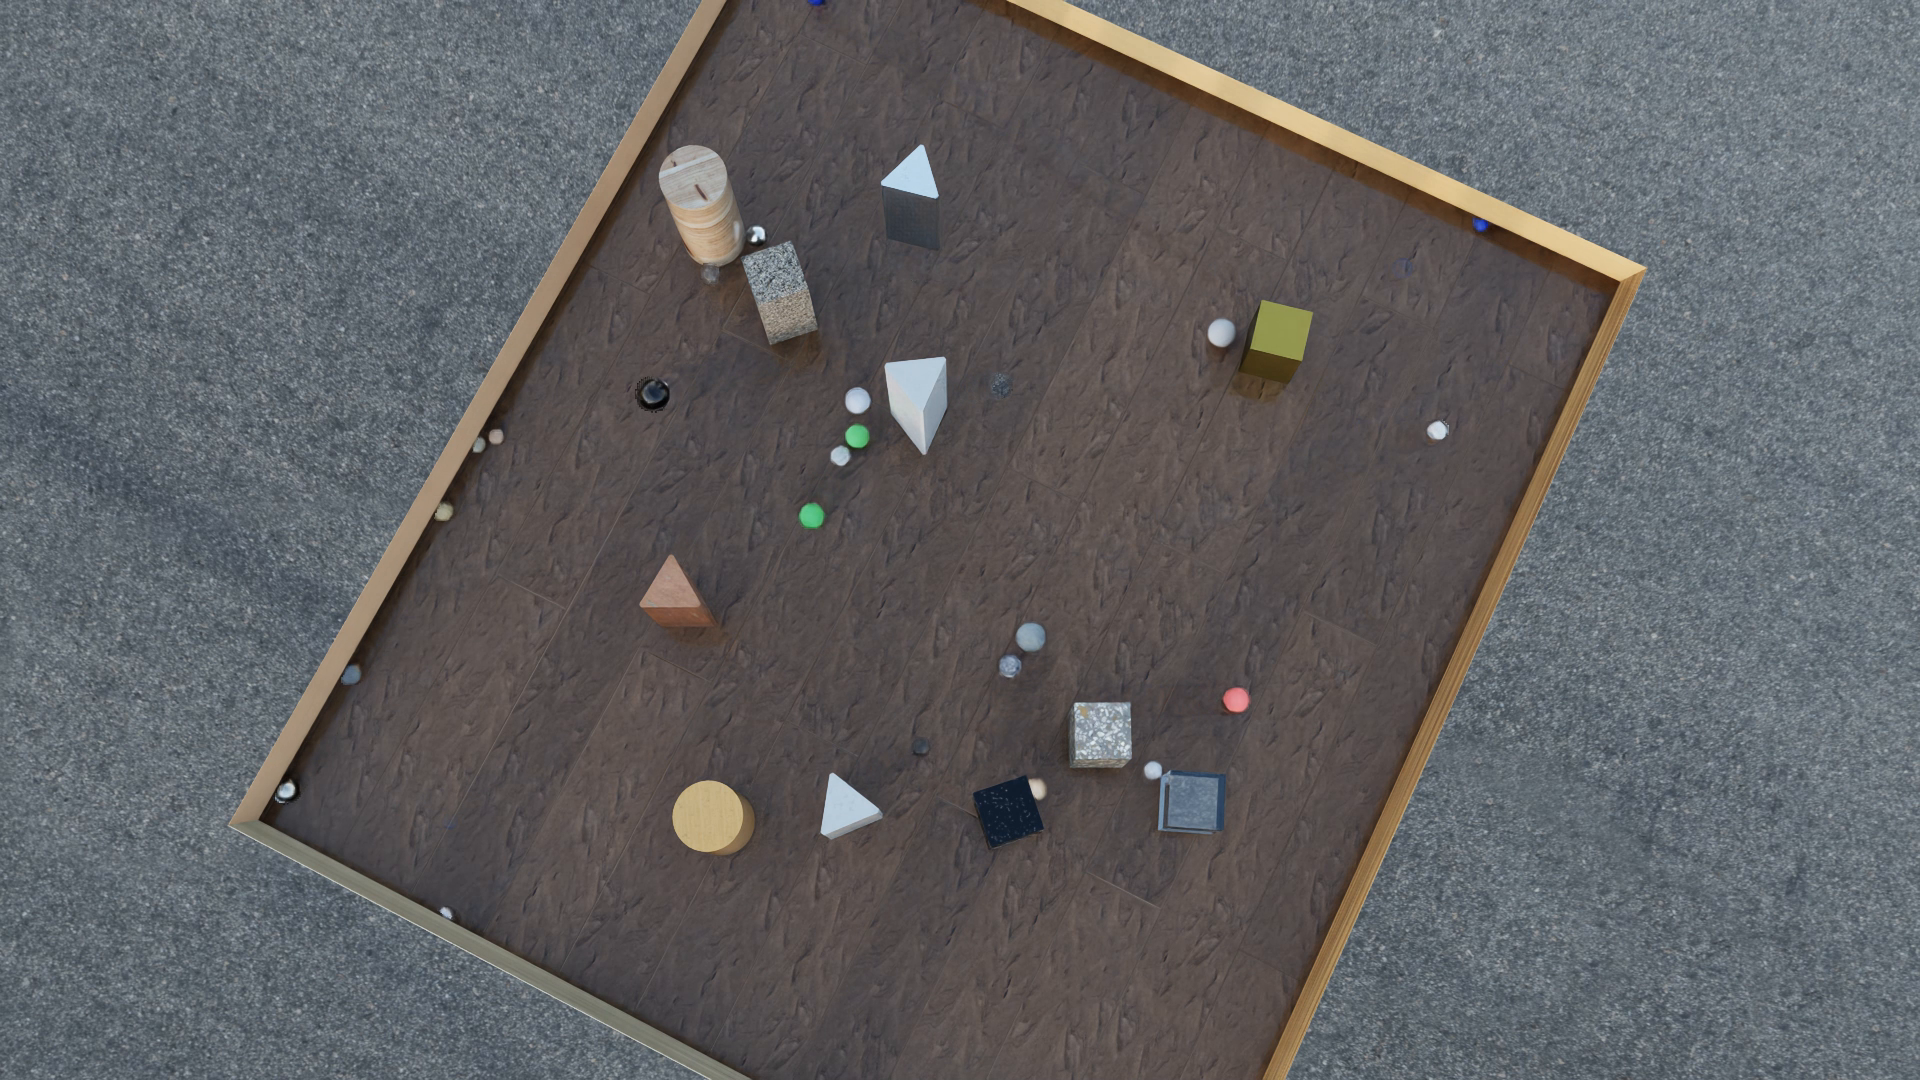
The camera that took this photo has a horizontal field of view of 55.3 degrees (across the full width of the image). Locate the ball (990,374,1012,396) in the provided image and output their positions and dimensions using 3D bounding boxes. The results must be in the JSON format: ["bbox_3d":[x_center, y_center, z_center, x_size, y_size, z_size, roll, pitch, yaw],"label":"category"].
[{"bbox_3d":[0.127,-0.480,5.682,0.066,0.066,0.066,0,78,0],"label":"ball"}]

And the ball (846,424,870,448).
[{"bbox_3d":[-0.315,-0.320,5.645,0.075,0.075,0.075,0,78,0],"label":"ball"}]

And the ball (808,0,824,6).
[{"bbox_3d":[-0.467,-1.769,5.950,0.064,0.064,0.064,0,78,0],"label":"ball"}]

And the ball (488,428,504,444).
[{"bbox_3d":[-1.432,-0.321,5.660,0.046,0.046,0.046,0,78,0],"label":"ball"}]

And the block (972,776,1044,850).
[{"bbox_3d":[0.136,0.792,5.299,0.159,0.301,0.159,-18,79,-4],"label":"block"}]

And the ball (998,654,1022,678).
[{"bbox_3d":[0.150,0.378,5.504,0.067,0.067,0.067,0,78,0],"label":"ball"}]

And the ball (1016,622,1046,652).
[{"bbox_3d":[0.213,0.292,5.510,0.090,0.090,0.090,0,78,0],"label":"ball"}]

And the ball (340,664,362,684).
[{"bbox_3d":[-1.828,0.402,5.503,0.060,0.060,0.060,0,78,0],"label":"ball"}]

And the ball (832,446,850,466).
[{"bbox_3d":[-0.366,-0.260,5.640,0.059,0.059,0.059,0,78,0],"label":"ball"}]

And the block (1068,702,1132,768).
[{"bbox_3d":[0.405,0.571,5.338,0.159,0.314,0.159,0,78,0],"label":"block"}]

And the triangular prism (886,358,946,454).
[{"bbox_3d":[-0.102,-0.425,5.452,0.149,0.495,0.172,-36,81,-7],"label":"triangular prism"}]

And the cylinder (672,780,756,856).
[{"bbox_3d":[-0.708,0.806,5.293,0.198,0.306,0.198,0,78,0],"label":"cylinder"}]

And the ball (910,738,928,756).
[{"bbox_3d":[-0.120,0.618,5.462,0.053,0.053,0.053,0,78,0],"label":"ball"}]

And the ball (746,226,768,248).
[{"bbox_3d":[-0.640,-0.958,5.780,0.069,0.069,0.069,0,78,0],"label":"ball"}]

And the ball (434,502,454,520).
[{"bbox_3d":[-1.579,-0.090,5.606,0.058,0.058,0.058,0,78,0],"label":"ball"}]

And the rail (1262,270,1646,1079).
[{"bbox_3d":[1.337,0.661,5.413,0.045,0.129,3.424,26,80,5],"label":"rail"}]

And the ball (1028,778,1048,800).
[{"bbox_3d":[0.228,0.737,5.430,0.066,0.066,0.066,0,78,0],"label":"ball"}]

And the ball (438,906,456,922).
[{"bbox_3d":[-1.502,1.098,5.364,0.049,0.049,0.049,0,78,0],"label":"ball"}]

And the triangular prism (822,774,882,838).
[{"bbox_3d":[-0.335,0.756,5.308,0.172,0.297,0.149,-22,79,-4],"label":"triangular prism"}]

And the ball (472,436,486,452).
[{"bbox_3d":[-1.486,-0.295,5.654,0.046,0.046,0.046,0,78,0],"label":"ball"}]

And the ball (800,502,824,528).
[{"bbox_3d":[-0.451,-0.075,5.593,0.076,0.076,0.076,0,78,0],"label":"ball"}]

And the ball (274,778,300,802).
[{"bbox_3d":[-1.993,0.742,5.428,0.069,0.069,0.069,0,78,0],"label":"ball"}]

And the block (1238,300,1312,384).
[{"bbox_3d":[0.966,-0.605,5.620,0.159,0.239,0.159,14,79,3],"label":"block"}]

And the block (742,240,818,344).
[{"bbox_3d":[-0.546,-0.748,5.579,0.159,0.378,0.159,-19,79,-4],"label":"block"}]

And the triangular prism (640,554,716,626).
[{"bbox_3d":[-0.826,0.150,5.403,0.172,0.357,0.149,0,78,0],"label":"triangular prism"}]

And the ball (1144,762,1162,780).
[{"bbox_3d":[0.574,0.686,5.447,0.053,0.053,0.053,0,78,0],"label":"ball"}]

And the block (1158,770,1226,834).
[{"bbox_3d":[0.673,0.765,5.329,0.159,0.254,0.159,4,78,1],"label":"block"}]

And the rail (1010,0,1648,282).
[{"bbox_3d":[0.755,-1.472,5.855,3.037,0.129,0.045,26,80,5],"label":"rail"}]

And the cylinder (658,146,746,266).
[{"bbox_3d":[-0.779,-1.009,5.579,0.198,0.484,0.198,0,78,0],"label":"cylinder"}]

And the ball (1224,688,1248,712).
[{"bbox_3d":[0.825,0.478,5.480,0.075,0.075,0.075,0,78,0],"label":"ball"}]

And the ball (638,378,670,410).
[{"bbox_3d":[-0.944,-0.450,5.659,0.099,0.099,0.099,0,78,0],"label":"ball"}]

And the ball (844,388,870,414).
[{"bbox_3d":[-0.317,-0.431,5.665,0.081,0.081,0.081,0,78,0],"label":"ball"}]

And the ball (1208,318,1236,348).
[{"bbox_3d":[0.815,-0.644,5.705,0.088,0.088,0.088,0,78,0],"label":"ball"}]

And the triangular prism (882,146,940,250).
[{"bbox_3d":[-0.130,-1.054,5.614,0.172,0.432,0.149,14,79,3],"label":"triangular prism"}]

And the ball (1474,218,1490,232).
[{"bbox_3d":[1.652,-0.999,5.800,0.045,0.045,0.045,0,78,0],"label":"ball"}]

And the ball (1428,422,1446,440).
[{"bbox_3d":[1.472,-0.337,5.657,0.058,0.058,0.058,0,78,0],"label":"ball"}]

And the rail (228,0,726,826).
[{"bbox_3d":[-1.337,-0.648,5.684,0.045,0.129,3.424,26,80,5],"label":"rail"}]

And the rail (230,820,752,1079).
[{"bbox_3d":[-0.755,1.486,5.242,3.037,0.129,0.045,26,80,5],"label":"rail"}]

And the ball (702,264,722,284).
[{"bbox_3d":[-0.782,-0.833,5.757,0.062,0.062,0.062,0,78,0],"label":"ball"}]
